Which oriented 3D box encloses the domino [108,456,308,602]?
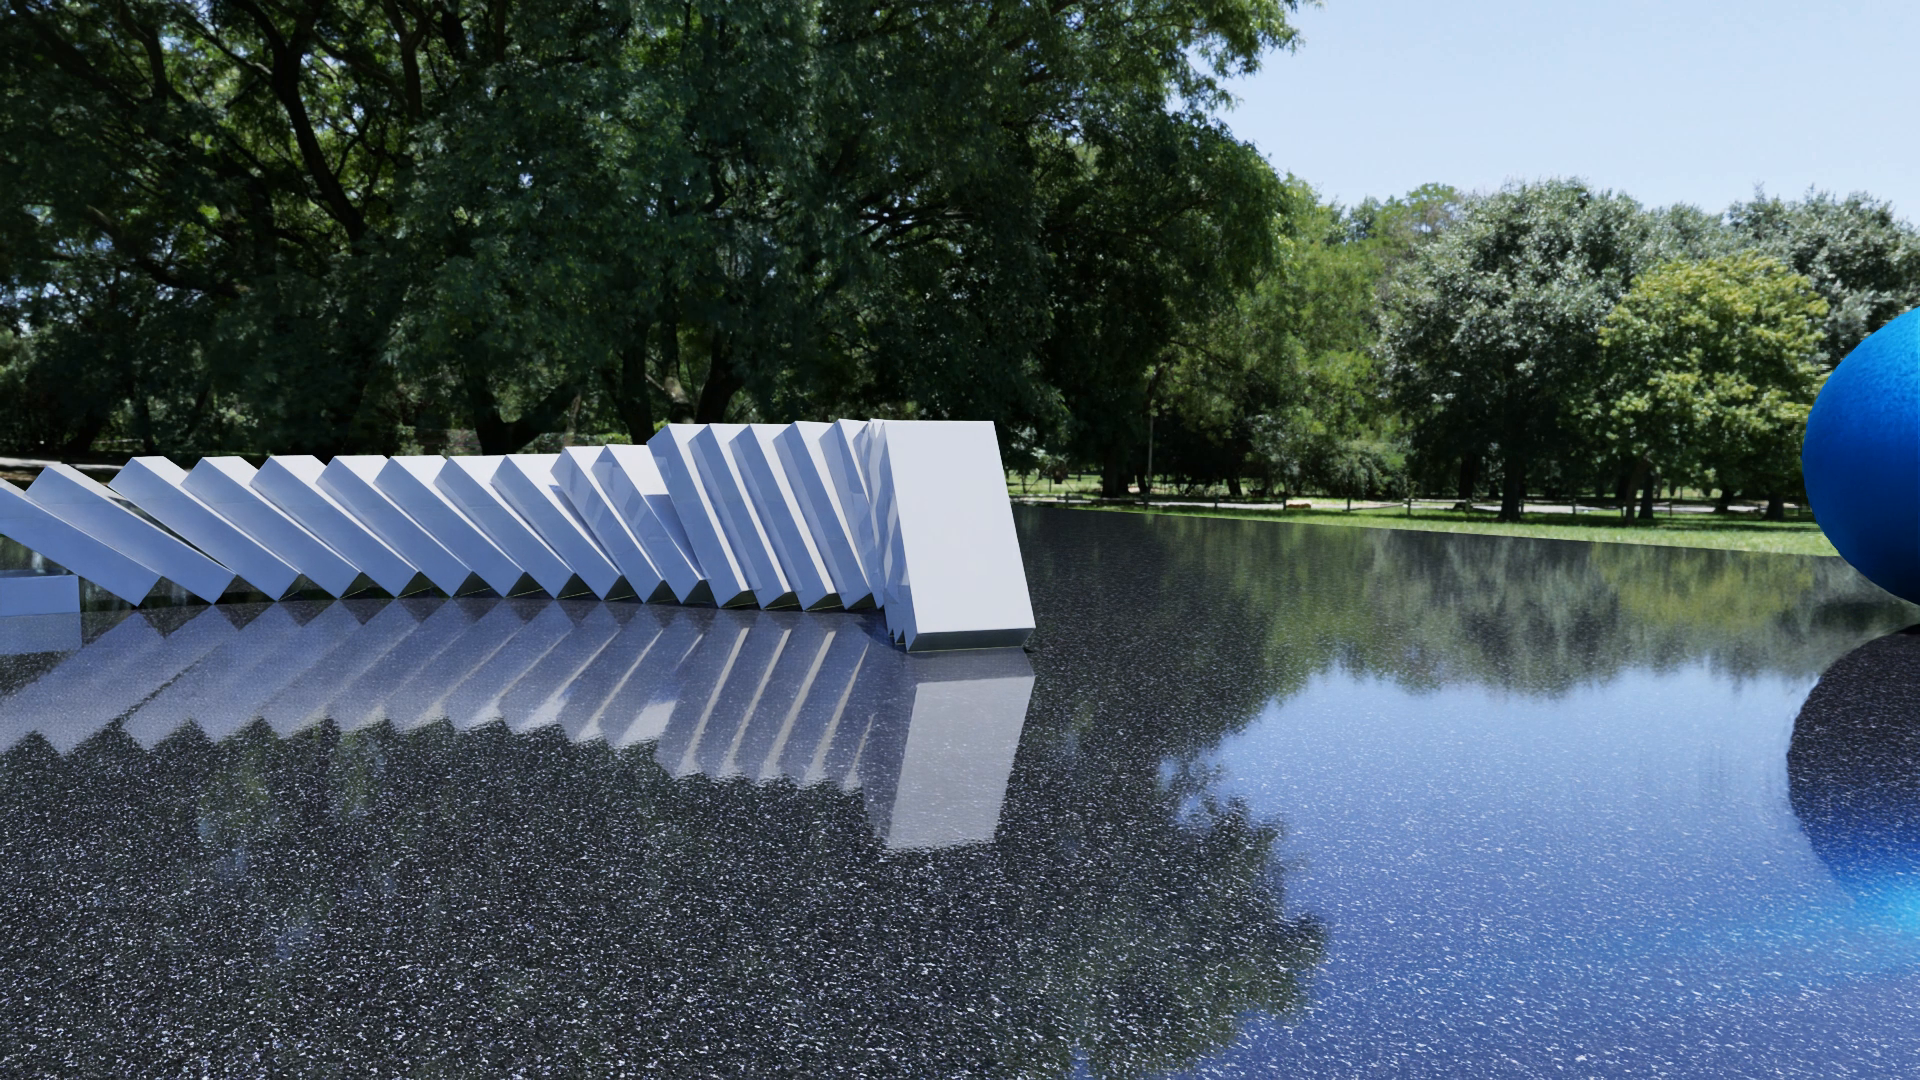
[{"bbox_3d":[-0.204,-0.003,0.353,0.050,0.009,0.025,40,-7,-15],"label":"domino"}]

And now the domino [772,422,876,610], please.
[{"bbox_3d":[-0.029,-0.007,0.338,0.009,0.050,0.025,-34,-17,31],"label":"domino"}]

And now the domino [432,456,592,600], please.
[{"bbox_3d":[-0.123,-0.004,0.367,0.050,0.009,0.025,41,14,10],"label":"domino"}]

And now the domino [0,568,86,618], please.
[{"bbox_3d":[-0.250,0.014,0.321,0.050,0.009,0.025,-3,5,-31],"label":"domino"}]

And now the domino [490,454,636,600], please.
[{"bbox_3d":[-0.107,-0.004,0.364,0.050,0.009,0.025,43,19,15],"label":"domino"}]

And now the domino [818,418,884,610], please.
[{"bbox_3d":[-0.017,-0.007,0.332,0.025,0.050,0.009,1,-30,-44],"label":"domino"}]

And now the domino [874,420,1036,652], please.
[{"bbox_3d":[-0.002,-0.002,0.273,0.025,0.050,0.009,-1,-27,-18],"label":"domino"}]

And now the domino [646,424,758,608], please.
[{"bbox_3d":[-0.063,-0.007,0.346,0.009,0.050,0.025,-34,-15,31],"label":"domino"}]

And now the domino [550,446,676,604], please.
[{"bbox_3d":[-0.090,-0.005,0.359,0.050,0.009,0.025,50,27,19],"label":"domino"}]

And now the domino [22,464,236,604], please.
[{"bbox_3d":[-0.219,-0.002,0.342,0.050,0.009,0.025,37,-12,-23],"label":"domino"}]

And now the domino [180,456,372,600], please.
[{"bbox_3d":[-0.188,-0.004,0.359,0.050,0.010,0.025,39,-2,-10],"label":"domino"}]

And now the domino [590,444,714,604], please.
[{"bbox_3d":[-0.078,-0.005,0.354,0.050,0.009,0.025,51,28,21],"label":"domino"}]

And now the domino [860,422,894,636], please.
[{"bbox_3d":[-0.007,-0.003,0.295,0.025,0.050,0.010,-1,-28,-18],"label":"domino"}]

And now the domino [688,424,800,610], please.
[{"bbox_3d":[-0.051,-0.007,0.343,0.009,0.050,0.025,-34,-15,31],"label":"domino"}]

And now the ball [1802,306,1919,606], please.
[{"bbox_3d":[0.249,-0.021,0.307,0.080,0.080,0.080,0,4,0],"label":"ball"}]

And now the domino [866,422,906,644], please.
[{"bbox_3d":[-0.005,-0.002,0.284,0.025,0.050,0.009,-1,-28,-18],"label":"domino"}]

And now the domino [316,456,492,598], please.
[{"bbox_3d":[-0.156,-0.005,0.368,0.050,0.010,0.025,40,7,1],"label":"domino"}]

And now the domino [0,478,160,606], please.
[{"bbox_3d":[-0.233,-0.001,0.331,0.050,0.009,0.025,39,-16,-27],"label":"domino"}]

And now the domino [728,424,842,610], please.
[{"bbox_3d":[-0.040,-0.007,0.340,0.010,0.050,0.025,-34,-15,31],"label":"domino"}]

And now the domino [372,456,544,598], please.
[{"bbox_3d":[-0.140,-0.005,0.368,0.050,0.009,0.025,40,9,4],"label":"domino"}]

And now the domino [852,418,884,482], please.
[{"bbox_3d":[-0.008,-0.006,0.323,0.025,0.050,0.009,1,-30,-37],"label":"domino"}]

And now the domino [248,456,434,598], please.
[{"bbox_3d":[-0.172,-0.004,0.364,0.050,0.009,0.025,39,2,-5],"label":"domino"}]
